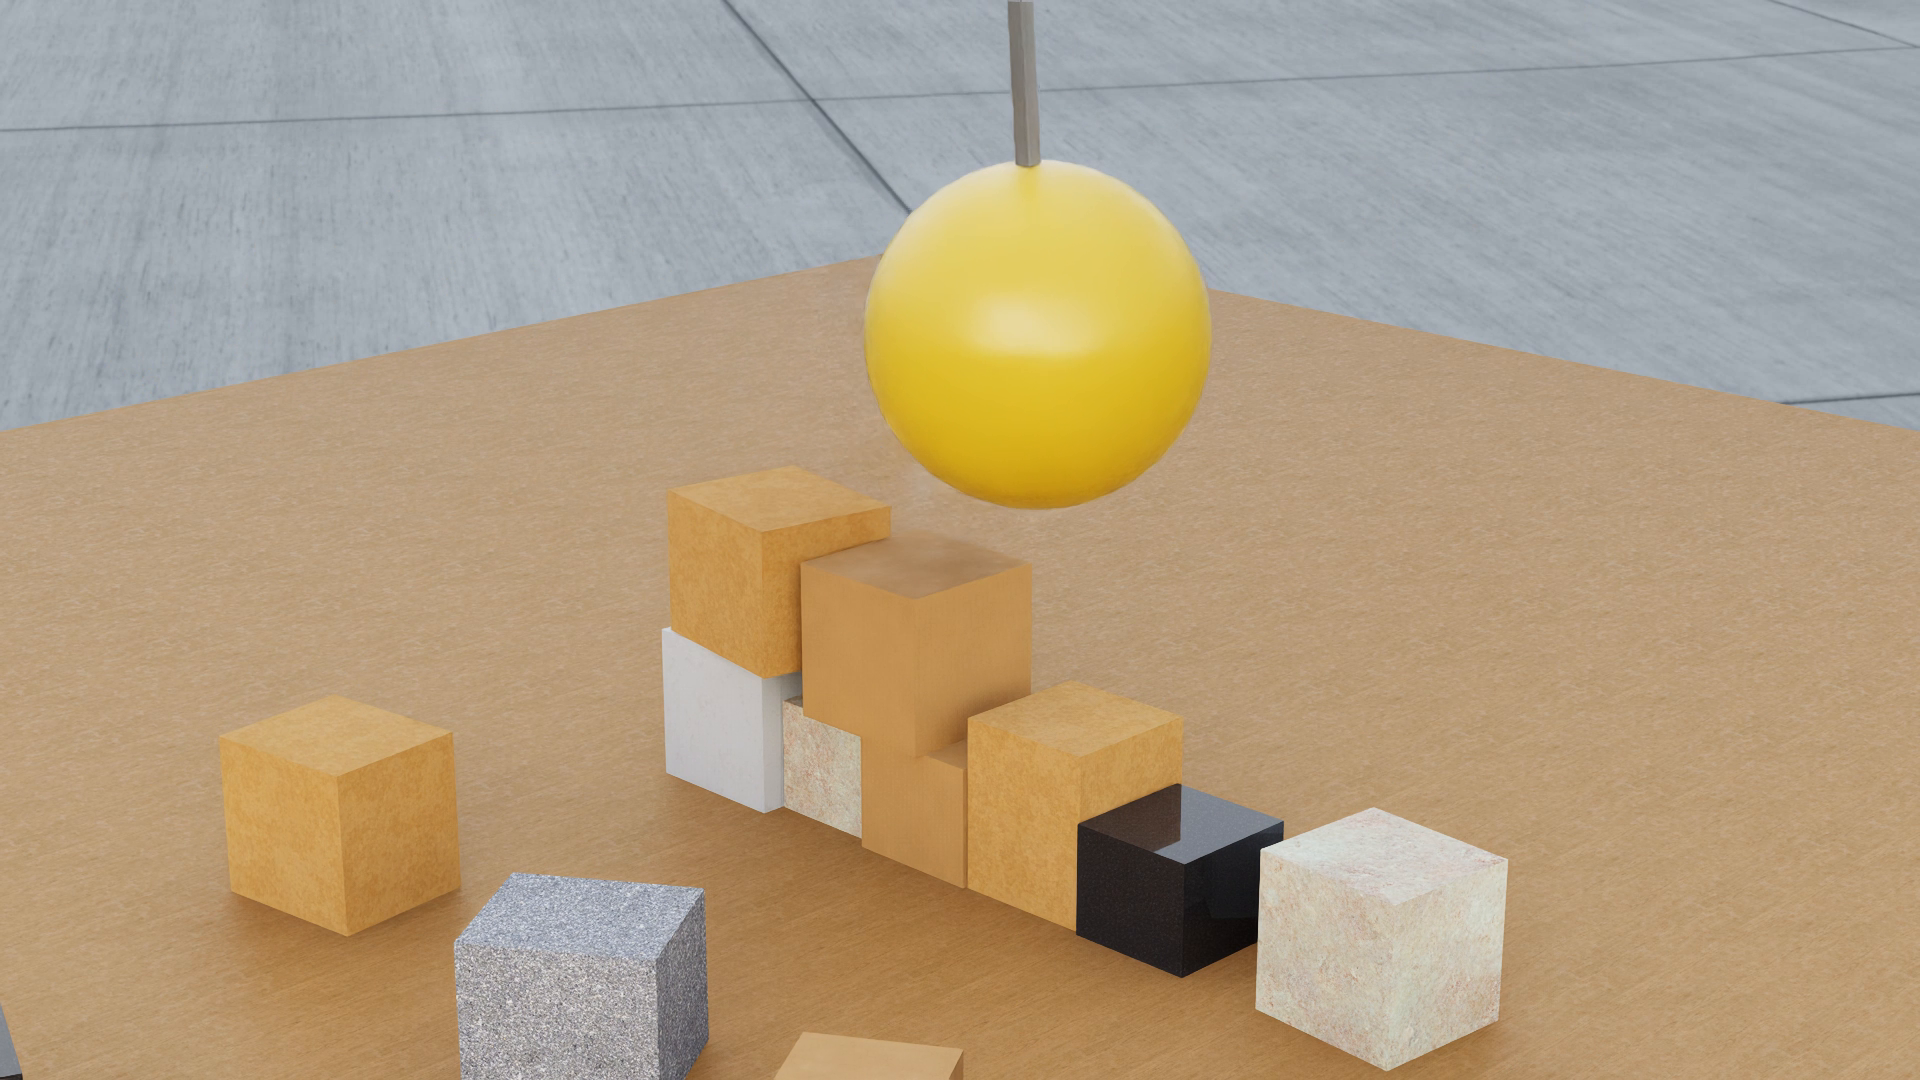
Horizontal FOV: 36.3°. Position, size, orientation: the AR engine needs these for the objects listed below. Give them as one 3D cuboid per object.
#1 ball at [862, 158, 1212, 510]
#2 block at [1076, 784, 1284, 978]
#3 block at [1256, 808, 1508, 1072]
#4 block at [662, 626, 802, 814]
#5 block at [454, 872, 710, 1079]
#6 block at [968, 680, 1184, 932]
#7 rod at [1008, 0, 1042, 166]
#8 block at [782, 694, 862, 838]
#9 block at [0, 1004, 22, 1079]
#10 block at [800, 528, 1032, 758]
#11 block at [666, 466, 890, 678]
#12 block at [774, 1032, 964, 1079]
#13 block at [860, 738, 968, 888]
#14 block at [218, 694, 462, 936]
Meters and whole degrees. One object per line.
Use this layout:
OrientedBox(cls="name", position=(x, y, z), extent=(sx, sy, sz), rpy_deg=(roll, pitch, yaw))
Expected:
OrientedBox(cls="ball", position=(0.354, -0.938, 13.418), extent=(1.600, 1.600, 1.600), rpy_deg=(0, 17, 0))
OrientedBox(cls="block", position=(0.957, 1.473, 12.781), extent=(0.610, 0.525, 0.660), rpy_deg=(17, 24, 42))
OrientedBox(cls="block", position=(1.720, 1.618, 12.002), extent=(0.684, 0.717, 0.722), rpy_deg=(-14, 22, -38))
OrientedBox(cls="block", position=(-0.926, 0.796, 14.550), extent=(0.790, 0.757, 0.741), rpy_deg=(-17, 24, -42))
OrientedBox(cls="block", position=(-1.478, 1.783, 11.558), extent=(0.804, 0.666, 0.675), rpy_deg=(3, 18, 11))
OrientedBox(cls="block", position=(0.516, 1.184, 13.202), extent=(0.676, 0.825, 0.685), rpy_deg=(16, 24, 42))
OrientedBox(cls="rod", position=(0.153, -4.110, 12.211), extent=(0.080, 5.200, 0.080), rpy_deg=(17, 29, 42))
OrientedBox(cls="block", position=(-0.430, 1.035, 14.133), extent=(0.582, 0.550, 0.606), rpy_deg=(-17, 24, -42))
OrientedBox(cls="block", position=(-3.744, 2.121, 10.598), extent=(0.656, 0.599, 0.646), rpy_deg=(-8, 19, -23))
OrientedBox(cls="block", position=(-0.202, 0.465, 13.673), extent=(0.755, 0.754, 0.758), rpy_deg=(17, 24, 42))
OrientedBox(cls="block", position=(-0.874, 0.140, 14.172), extent=(0.725, 0.721, 0.862), rpy_deg=(-12, 21, -34))
OrientedBox(cls="block", position=(-0.357, 2.181, 10.517), extent=(0.607, 0.532, 0.648), rpy_deg=(4, 18, 13))
OrientedBox(cls="block", position=(0.010, 1.164, 13.673), extent=(0.659, 0.580, 0.671), rpy_deg=(-17, 24, -42))
OrientedBox(cls="block", position=(-2.785, 1.224, 13.195), extent=(0.787, 0.752, 0.672), rpy_deg=(13, 22, 36))
